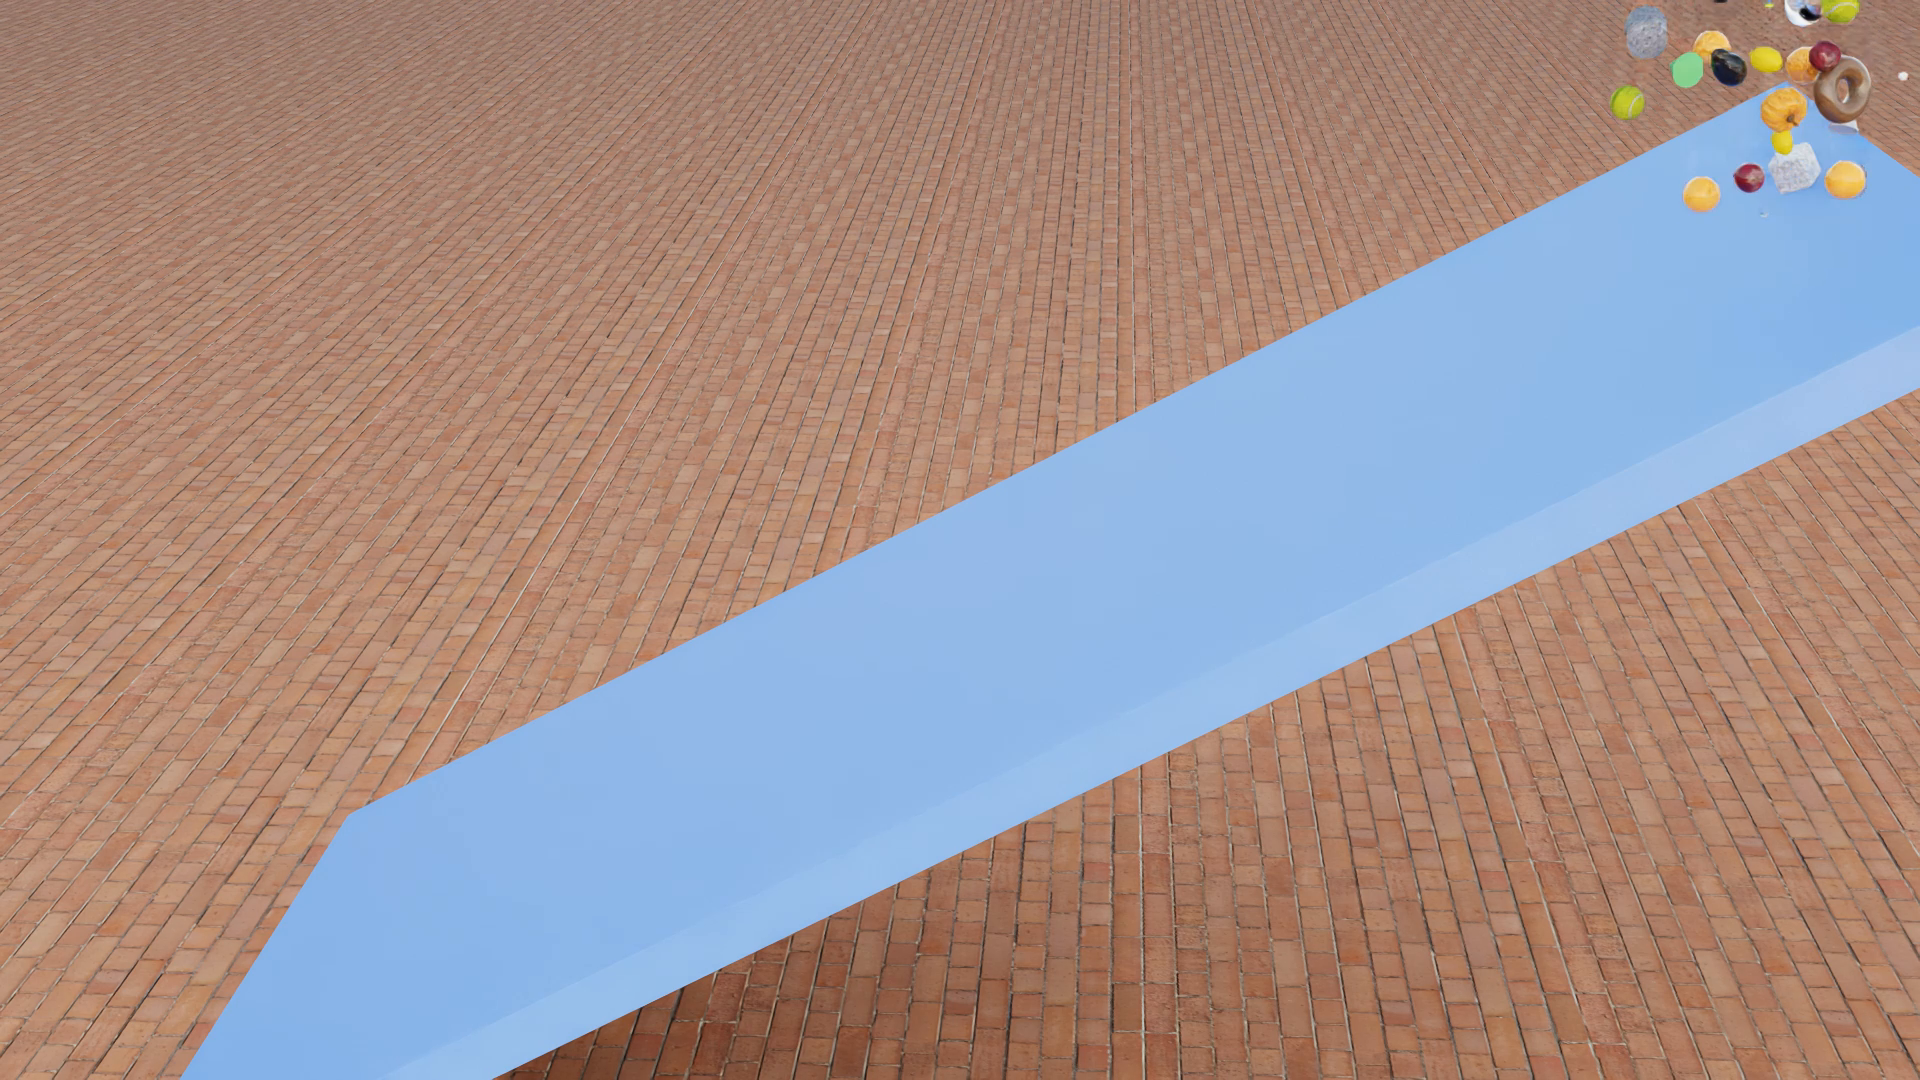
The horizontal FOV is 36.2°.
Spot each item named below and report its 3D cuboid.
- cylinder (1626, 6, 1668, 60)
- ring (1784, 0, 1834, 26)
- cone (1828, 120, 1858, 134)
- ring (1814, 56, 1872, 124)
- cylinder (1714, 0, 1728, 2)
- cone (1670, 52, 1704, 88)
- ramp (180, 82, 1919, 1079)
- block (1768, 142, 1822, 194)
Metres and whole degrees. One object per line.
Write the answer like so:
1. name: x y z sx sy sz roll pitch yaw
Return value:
1. cylinder: 1.380 -1.021 5.912 0.081 0.081 0.081 3 33 9
2. ring: 1.700 -1.089 5.872 0.044 0.132 0.132 21 10 -21
3. cone: 1.807 -0.867 6.000 0.063 0.063 0.063 13 -6 1
4. ring: 1.742 -0.889 5.807 0.134 0.134 0.045 -9 12 -25
5. cylinder: 1.526 -1.118 5.877 0.063 0.063 0.063 -4 -25 -12
6. cone: 1.418 -0.933 5.803 0.070 0.070 0.070 -6 20 -17
7. ramp: 0.141 0.167 6.282 4.000 0.100 2.000 -27 14 11
8. block: 1.708 -0.762 6.021 0.069 0.069 0.069 -12 27 43
